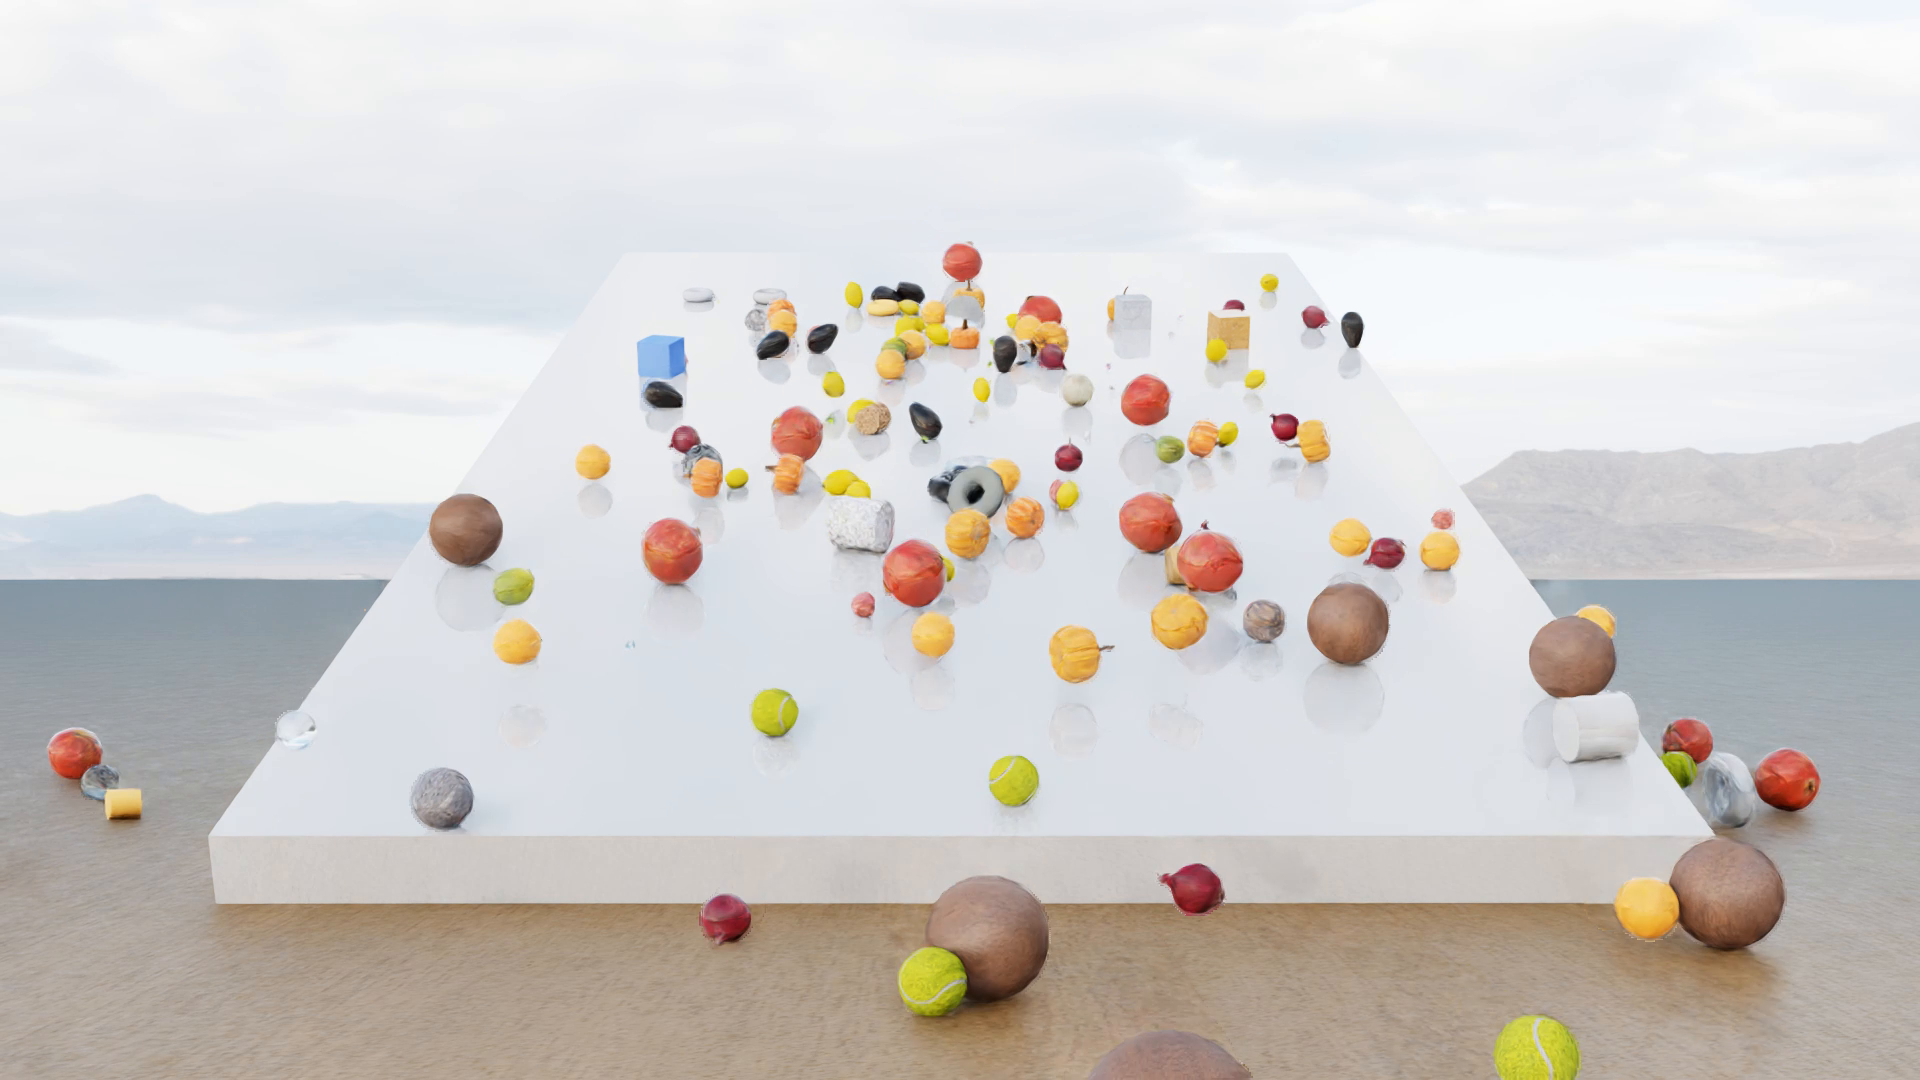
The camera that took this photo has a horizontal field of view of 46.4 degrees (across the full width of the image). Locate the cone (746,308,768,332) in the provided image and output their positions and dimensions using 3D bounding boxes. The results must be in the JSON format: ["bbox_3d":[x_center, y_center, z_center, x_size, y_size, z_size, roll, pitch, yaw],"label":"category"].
[{"bbox_3d":[-0.517,-0.561,5.800,0.061,0.061,0.061,0,-9,14],"label":"cone"}]

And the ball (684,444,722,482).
[{"bbox_3d":[-0.515,-0.154,4.495,0.077,0.077,0.077,0,-1,0],"label":"ball"}]

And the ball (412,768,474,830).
[{"bbox_3d":[-0.689,0.344,2.987,0.081,0.081,0.081,0,-1,0],"label":"ball"}]

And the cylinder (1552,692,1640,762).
[{"bbox_3d":[0.908,0.267,3.204,0.090,0.090,0.090,-5,0,-10],"label":"cylinder"}]

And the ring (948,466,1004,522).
[{"bbox_3d":[0.030,-0.086,4.256,0.115,0.115,0.038,0,-24,24],"label":"ring"}]

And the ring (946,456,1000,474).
[{"bbox_3d":[0.025,-0.143,4.529,0.111,0.037,0.111,0,17,0],"label":"ring"}]

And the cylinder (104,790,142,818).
[{"bbox_3d":[-1.510,0.476,4.048,0.052,0.052,0.052,6,-4,-35],"label":"cylinder"}]

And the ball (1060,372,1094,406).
[{"bbox_3d":[0.265,-0.339,5.059,0.076,0.076,0.076,0,-1,0],"label":"ball"}]

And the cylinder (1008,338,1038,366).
[{"bbox_3d":[0.153,-0.457,5.448,0.054,0.054,0.054,0,16,26],"label":"cylinder"}]

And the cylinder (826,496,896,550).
[{"bbox_3d":[-0.179,-0.030,4.094,0.094,0.094,0.094,-3,-2,25],"label":"cylinder"}]

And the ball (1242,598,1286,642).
[{"bbox_3d":[0.495,0.131,3.651,0.071,0.071,0.071,0,-1,0],"label":"ball"}]

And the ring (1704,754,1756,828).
[{"bbox_3d":[1.338,0.437,3.901,0.044,0.131,0.131,-6,0,-9],"label":"ring"}]

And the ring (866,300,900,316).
[{"bbox_3d":[-0.204,-0.618,5.968,0.092,0.031,0.092,0,18,0],"label":"ring"}]

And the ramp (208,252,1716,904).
[{"bbox_3d":[-0.004,-0.191,4.888,2.000,0.100,4.000,0,18,0],"label":"ramp"}]

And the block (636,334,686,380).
[{"bbox_3d":[-0.711,-0.436,5.333,0.084,0.084,0.084,6,19,18],"label":"block"}]

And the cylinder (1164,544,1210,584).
[{"bbox_3d":[0.396,0.042,3.920,0.064,0.064,0.064,5,-2,-11],"label":"cylinder"}]

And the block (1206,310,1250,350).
[{"bbox_3d":[0.672,-0.527,5.615,0.082,0.082,0.082,-4,19,-12],"label":"block"}]

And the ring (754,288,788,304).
[{"bbox_3d":[-0.517,-0.663,6.101,0.094,0.031,0.094,1,18,0],"label":"ring"}]

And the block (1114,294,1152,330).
[{"bbox_3d":[0.449,-0.592,5.817,0.077,0.077,0.077,-4,19,-12],"label":"block"}]

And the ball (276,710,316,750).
[{"bbox_3d":[-0.958,0.274,3.236,0.056,0.056,0.056,0,-1,0],"label":"ball"}]

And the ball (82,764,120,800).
[{"bbox_3d":[-1.673,0.472,4.363,0.070,0.070,0.070,0,-1,0],"label":"ball"}]

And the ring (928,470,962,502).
[{"bbox_3d":[-0.003,-0.104,4.403,0.123,0.041,0.123,1,20,0],"label":"ring"}]

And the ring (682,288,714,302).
[{"bbox_3d":[-0.715,-0.669,6.124,0.086,0.029,0.086,1,20,0],"label":"ring"}]
